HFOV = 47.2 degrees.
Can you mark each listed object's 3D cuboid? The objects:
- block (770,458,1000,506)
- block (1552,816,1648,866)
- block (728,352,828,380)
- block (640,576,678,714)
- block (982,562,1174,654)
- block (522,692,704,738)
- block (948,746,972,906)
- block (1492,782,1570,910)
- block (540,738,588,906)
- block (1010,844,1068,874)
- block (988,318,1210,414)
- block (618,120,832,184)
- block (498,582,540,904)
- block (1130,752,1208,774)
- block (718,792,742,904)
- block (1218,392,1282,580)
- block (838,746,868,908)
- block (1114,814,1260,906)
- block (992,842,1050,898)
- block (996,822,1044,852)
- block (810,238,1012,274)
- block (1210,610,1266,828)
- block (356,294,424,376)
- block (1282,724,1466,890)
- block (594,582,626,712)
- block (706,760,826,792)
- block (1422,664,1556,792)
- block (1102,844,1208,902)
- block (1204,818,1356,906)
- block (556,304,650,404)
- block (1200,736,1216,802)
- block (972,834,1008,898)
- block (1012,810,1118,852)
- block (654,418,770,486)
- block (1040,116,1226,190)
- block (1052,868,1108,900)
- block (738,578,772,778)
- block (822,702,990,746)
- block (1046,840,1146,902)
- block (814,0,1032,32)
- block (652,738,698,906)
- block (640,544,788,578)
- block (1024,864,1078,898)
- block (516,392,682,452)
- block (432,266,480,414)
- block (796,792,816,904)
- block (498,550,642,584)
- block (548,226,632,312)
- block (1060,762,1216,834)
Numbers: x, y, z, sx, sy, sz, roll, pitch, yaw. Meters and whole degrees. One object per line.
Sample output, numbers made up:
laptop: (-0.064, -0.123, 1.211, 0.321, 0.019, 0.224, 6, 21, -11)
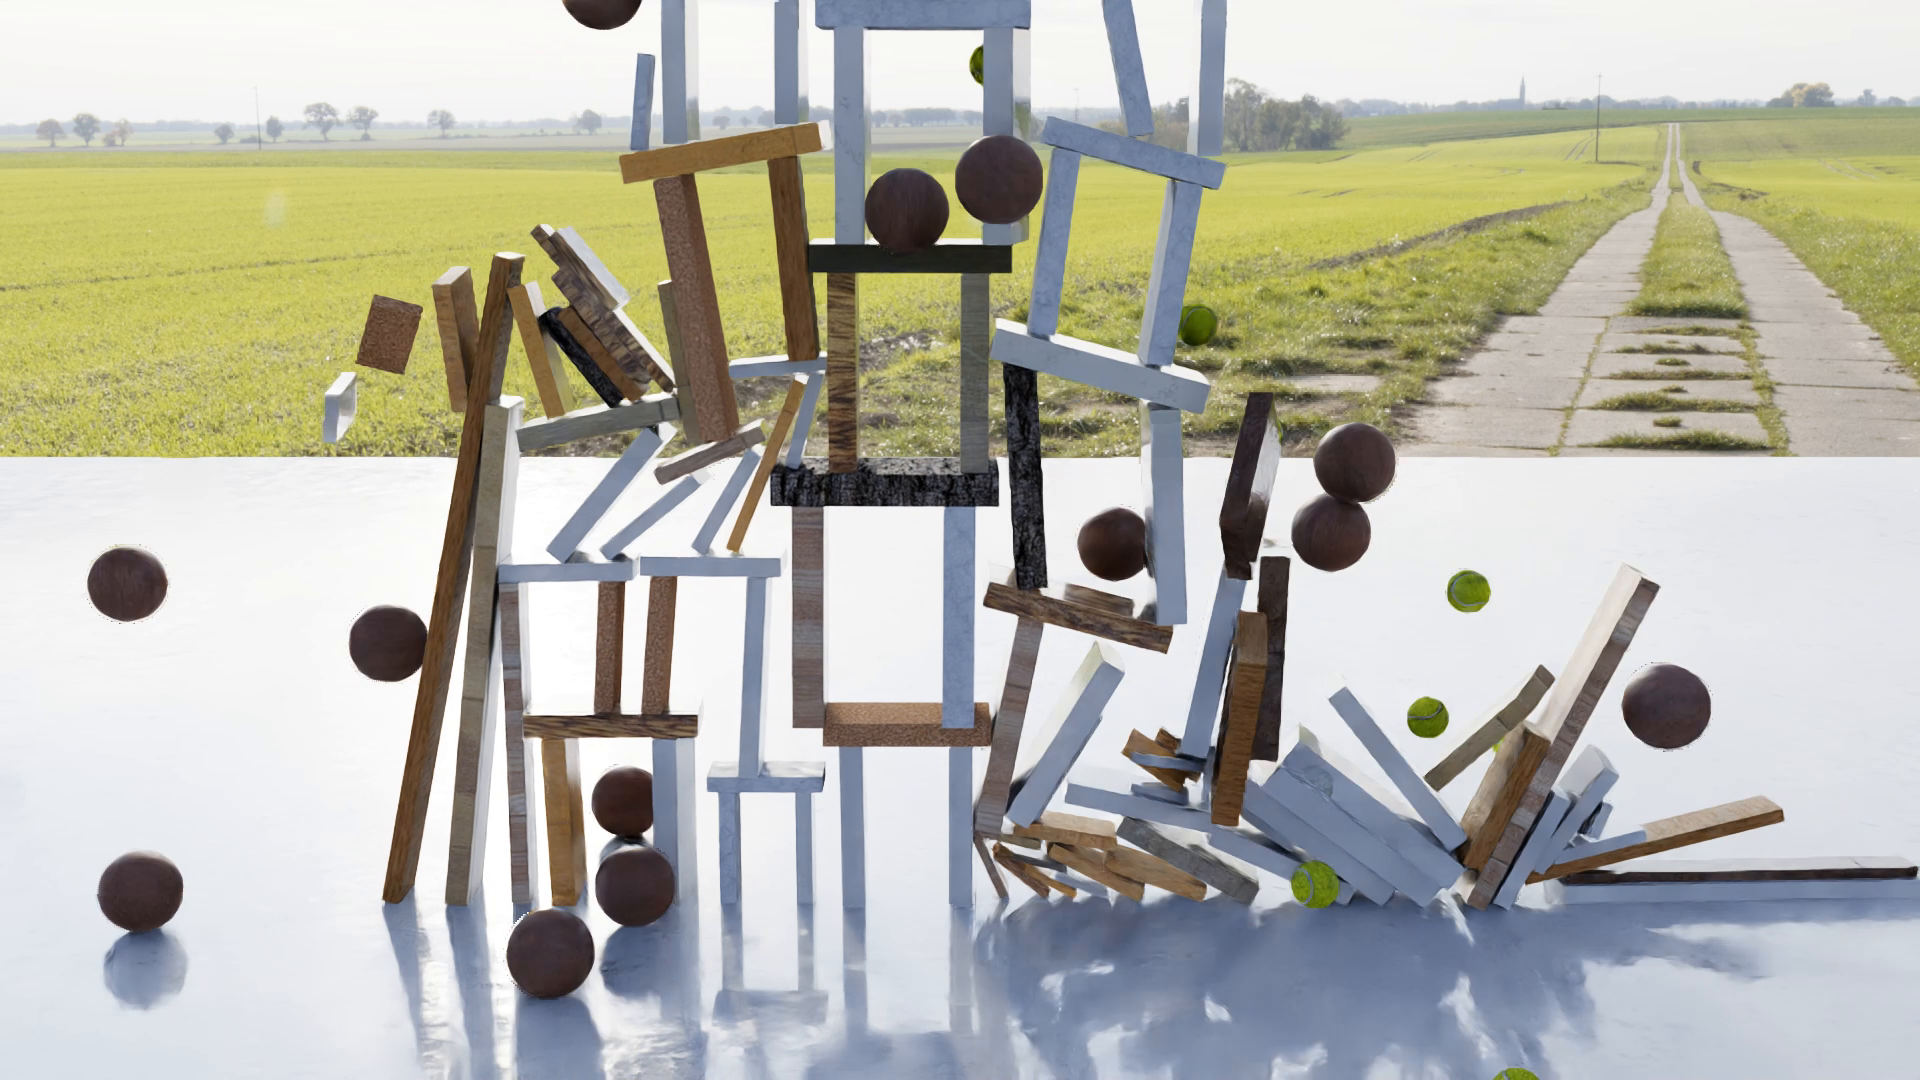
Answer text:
block: (-0.119, -0.094, 3.538, 0.360, 0.051, 0.180, 0, 11, 0)
block: (1.049, 0.499, 3.658, 0.159, 0.023, 0.080, -14, 11, -3)
block: (-0.286, -0.279, 3.500, 0.156, 0.022, 0.078, -5, 11, 0)
block: (-0.491, 0.160, 3.597, 0.032, 0.227, 0.113, 5, 11, -1)
block: (0.188, 0.109, 3.566, 0.304, 0.043, 0.152, 15, 11, -3)
block: (-0.569, 0.289, 3.633, 0.282, 0.040, 0.141, 0, 11, -2)
block: (0.001, 0.455, 3.649, 0.039, 0.272, 0.136, 0, 11, 1)
block: (0.926, 0.493, 3.611, 0.029, 0.208, 0.104, 24, 13, -6)
block: (-0.656, 0.449, 3.651, 0.040, 0.282, 0.141, -2, 11, -1)
block: (0.131, 0.529, 3.653, 0.093, 0.013, 0.046, 15, 10, -5)
block: (0.218, -0.278, 3.495, 0.344, 0.049, 0.172, 15, 11, -2)
block: (-0.363, -0.607, 3.439, 0.311, 0.044, 0.156, -9, 11, 4)
block: (-0.725, 0.325, 3.622, 0.031, 0.538, 0.108, 0, 10, -2)
block: (0.340, 0.361, 3.562, 0.115, 0.016, 0.058, 11, -4, -31)
block: (-0.382, 0.497, 3.652, 0.027, 0.189, 0.095, 0, 11, 0)
block: (0.449, -0.085, 3.392, 0.038, 0.135, 0.269, 4, 50, 18)
block: (-0.176, 0.455, 3.647, 0.039, 0.272, 0.136, -1, 11, 0)
block: (0.377, 0.515, 3.662, 0.252, 0.036, 0.126, 28, 11, -1)
block: (0.102, 0.549, 3.661, 0.112, 0.016, 0.056, 39, 8, -7)
block: (0.082, 0.486, 3.641, 0.112, 0.016, 0.056, 13, 11, 6)
block: (-0.077, -0.449, 3.470, 0.313, 0.044, 0.157, 0, 11, -1)
block: (0.440, 0.283, 3.478, 0.043, 0.307, 0.153, 7, 30, 4)
block: (-1.027, -0.368, 3.956, 0.087, 0.025, 0.175, 13, -38, -18)
block: (0.683, 0.439, 3.645, 0.337, 0.048, 0.168, 38, 10, 4)
block: (-0.574, 0.163, 3.605, 0.031, 0.216, 0.108, 4, 10, -2)
block: (-0.319, 0.391, 3.632, 0.189, 0.027, 0.095, 0, 11, 0)
block: (0.856, 0.306, 3.561, 0.034, 0.241, 0.121, 45, 41, 7)
block: (0.323, 0.551, 3.660, 0.171, 0.024, 0.086, 19, 10, -3)
block: (0.529, 0.522, 3.661, 0.252, 0.036, 0.126, 24, 10, -3)
block: (-0.567, -0.298, 3.505, 0.026, 0.181, 0.090, -39, 8, 6)
block: (0.408, 0.376, 3.612, 0.014, 0.097, 0.049, 7, 14, 4)
block: (0.051, 0.537, 3.660, 0.016, 0.112, 0.056, -24, 10, 5)
block: (0.173, 0.479, 3.652, 0.171, 0.024, 0.085, 10, 11, -1)
block: (-0.398, -0.142, 3.538, 0.186, 0.026, 0.093, -23, 10, 3)
block: (0.268, -0.604, 3.437, 0.284, 0.040, 0.142, 15, 9, -1)
block: (0.200, 0.568, 3.660, 0.093, 0.013, 0.046, 21, 10, -5)
block: (-0.334, 0.213, 3.600, 0.032, 0.333, 0.113, 4, 11, 0)
block: (-0.087, 0.303, 3.618, 0.272, 0.039, 0.136, 0, 11, 0)
block: (0.225, 0.540, 3.660, 0.171, 0.024, 0.086, 27, 9, -5)
block: (-0.055, -0.814, 3.400, 0.327, 0.046, 0.163, 0, 11, 0)
block: (-0.473, 0.450, 3.651, 0.040, 0.282, 0.141, 1, 11, 6)
block: (-0.398, 0.033, 3.569, 0.227, 0.032, 0.113, 1, 11, 1)
block: (0.151, 0.562, 3.657, 0.093, 0.013, 0.046, 29, 9, -8)
block: (-0.569, -0.193, 3.526, 0.261, 0.037, 0.130, -11, 10, 3)
block: (-0.802, -0.322, 3.535, 0.030, 0.212, 0.106, -2, 22, 6)
block: (-0.256, 0.497, 3.652, 0.027, 0.189, 0.095, 0, 11, 0)
block: (-0.633, 0.043, 3.579, 0.216, 0.031, 0.108, -1, 10, 0)
block: (-0.584, -0.428, 3.472, 0.021, 0.149, 0.074, -39, 4, 14)
block: (0.295, 0.423, 3.635, 0.252, 0.036, 0.126, 12, 12, -3)
